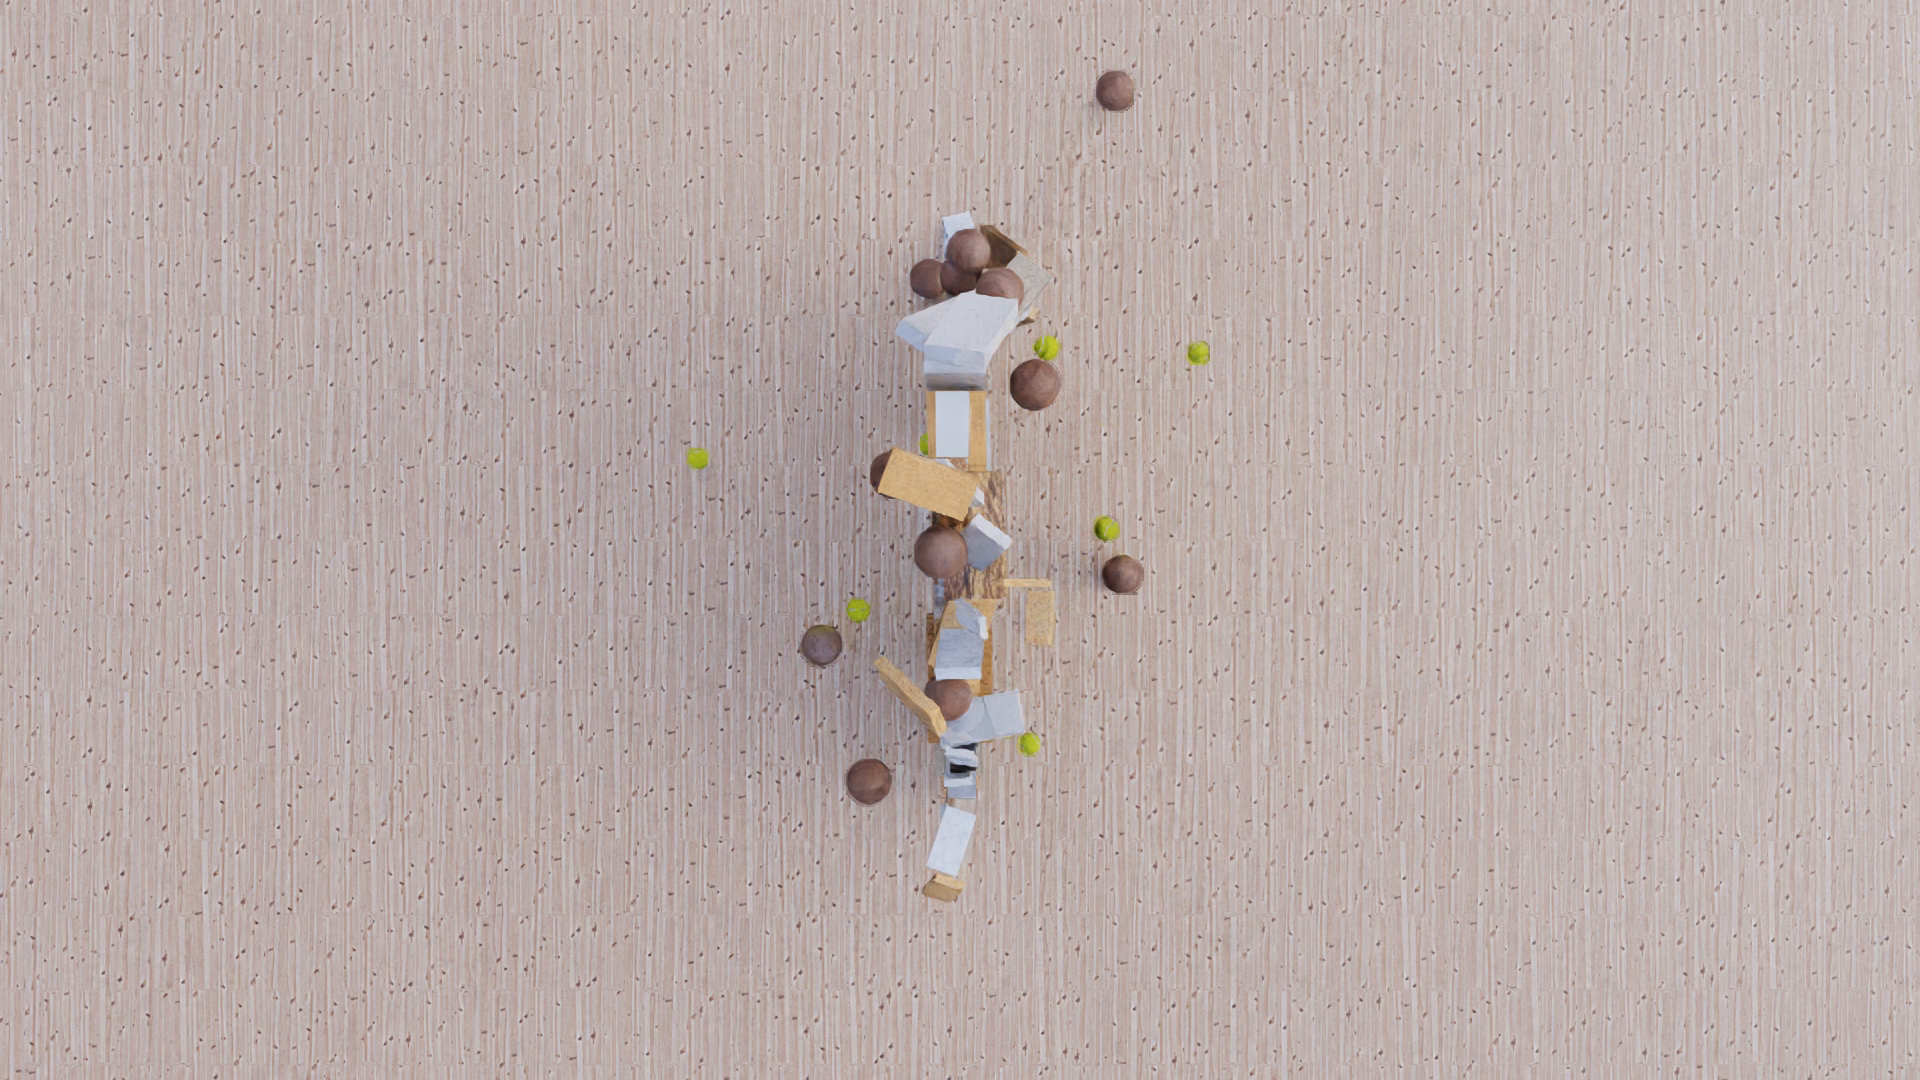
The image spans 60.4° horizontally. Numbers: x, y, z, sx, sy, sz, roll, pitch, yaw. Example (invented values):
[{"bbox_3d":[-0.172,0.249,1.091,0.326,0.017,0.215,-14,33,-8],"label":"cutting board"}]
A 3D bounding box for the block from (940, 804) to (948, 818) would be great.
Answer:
[{"bbox_3d":[-0.009,0.809,4.559,0.081,0.023,0.161,-4,85,0],"label":"block"}]

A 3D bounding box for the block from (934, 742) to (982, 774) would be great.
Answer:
[{"bbox_3d":[-0.004,0.555,4.903,0.140,0.040,0.280,0,90,0],"label":"block"}]

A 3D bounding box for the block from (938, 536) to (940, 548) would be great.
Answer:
[{"bbox_3d":[-0.002,0.003,4.590,0.119,0.238,0.034,-2,90,-1],"label":"block"}]

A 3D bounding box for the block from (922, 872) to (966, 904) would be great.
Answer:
[{"bbox_3d":[-0.047,0.975,4.613,0.086,0.173,0.024,19,63,-6],"label":"block"}]

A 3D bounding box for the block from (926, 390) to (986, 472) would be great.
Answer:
[{"bbox_3d":[-0.008,-0.226,4.157,0.148,0.042,0.295,-1,90,1],"label":"block"}]

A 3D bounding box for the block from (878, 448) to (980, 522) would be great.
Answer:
[{"bbox_3d":[-0.073,-0.130,3.823,0.212,0.030,0.106,19,110,-8],"label":"block"}]

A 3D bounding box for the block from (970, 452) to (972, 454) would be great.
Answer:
[{"bbox_3d":[-0.015,-0.239,4.055,0.080,0.159,0.023,-4,79,1],"label":"block"}]

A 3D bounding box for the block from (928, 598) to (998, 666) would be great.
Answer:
[{"bbox_3d":[0.006,0.235,4.298,0.123,0.035,0.247,13,124,-7],"label":"block"}]

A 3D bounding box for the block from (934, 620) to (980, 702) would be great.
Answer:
[{"bbox_3d":[-0.009,0.325,4.403,0.123,0.035,0.247,1,122,0],"label":"block"}]

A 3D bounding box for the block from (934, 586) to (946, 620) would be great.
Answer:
[{"bbox_3d":[-0.007,0.204,4.372,0.123,0.247,0.035,1,56,0],"label":"block"}]

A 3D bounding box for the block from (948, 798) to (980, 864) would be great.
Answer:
[{"bbox_3d":[0.004,0.799,4.536,0.086,0.024,0.173,3,85,1],"label":"block"}]

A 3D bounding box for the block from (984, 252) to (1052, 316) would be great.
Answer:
[{"bbox_3d":[0.142,-0.692,4.671,0.118,0.034,0.237,38,74,4],"label":"block"}]

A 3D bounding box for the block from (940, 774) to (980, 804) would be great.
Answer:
[{"bbox_3d":[-0.001,0.732,5.237,0.123,0.035,0.246,0,90,0],"label":"block"}]

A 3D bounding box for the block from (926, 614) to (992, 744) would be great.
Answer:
[{"bbox_3d":[-0.001,0.376,4.508,0.175,0.050,0.350,-1,90,0],"label":"block"}]

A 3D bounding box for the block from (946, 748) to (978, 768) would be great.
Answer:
[{"bbox_3d":[0.005,0.561,4.258,0.069,0.139,0.020,7,74,9],"label":"block"}]

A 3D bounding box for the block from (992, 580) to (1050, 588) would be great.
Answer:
[{"bbox_3d":[0.146,0.105,3.986,0.125,0.063,0.018,2,87,-26],"label":"block"}]

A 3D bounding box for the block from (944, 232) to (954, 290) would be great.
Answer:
[{"bbox_3d":[-0.002,-0.930,5.485,0.094,0.027,0.188,-4,90,-2],"label":"block"}]

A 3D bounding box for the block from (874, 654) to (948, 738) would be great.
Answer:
[{"bbox_3d":[-0.125,0.397,4.203,0.032,0.113,0.227,-40,55,-15],"label":"block"}]

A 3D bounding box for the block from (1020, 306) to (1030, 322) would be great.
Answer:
[{"bbox_3d":[0.089,-0.665,4.920,0.121,0.034,0.241,37,48,19],"label":"block"}]

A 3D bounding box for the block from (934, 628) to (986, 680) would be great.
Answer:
[{"bbox_3d":[0.002,0.286,4.172,0.113,0.227,0.032,-2,112,4],"label":"block"}]

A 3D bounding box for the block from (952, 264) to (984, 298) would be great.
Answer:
[{"bbox_3d":[0.024,-0.815,5.439,0.094,0.027,0.188,4,78,-4],"label":"block"}]

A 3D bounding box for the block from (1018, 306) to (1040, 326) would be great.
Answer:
[{"bbox_3d":[0.144,-0.715,5.163,0.121,0.258,0.034,29,80,-19],"label":"block"}]

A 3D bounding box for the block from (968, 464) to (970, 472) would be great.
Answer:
[{"bbox_3d":[-0.004,-0.177,4.078,0.055,0.110,0.016,-3,90,3],"label":"block"}]

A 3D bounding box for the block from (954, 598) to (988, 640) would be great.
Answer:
[{"bbox_3d":[0.027,0.194,4.065,0.018,0.125,0.063,-19,117,-22],"label":"block"}]

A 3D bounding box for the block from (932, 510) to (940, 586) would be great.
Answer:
[{"bbox_3d":[0.005,-0.007,4.733,0.168,0.048,0.336,-2,90,0],"label":"block"}]

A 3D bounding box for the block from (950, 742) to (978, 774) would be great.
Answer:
[{"bbox_3d":[0.010,0.559,4.422,0.069,0.020,0.139,-9,46,13],"label":"block"}]

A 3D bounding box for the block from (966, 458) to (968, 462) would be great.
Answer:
[{"bbox_3d":[-0.008,-0.193,4.081,0.055,0.110,0.016,-3,90,1],"label":"block"}]

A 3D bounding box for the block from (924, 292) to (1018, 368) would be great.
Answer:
[{"bbox_3d":[0.031,-0.516,4.039,0.150,0.301,0.043,9,125,14],"label":"block"}]

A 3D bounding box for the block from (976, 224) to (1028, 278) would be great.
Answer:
[{"bbox_3d":[0.124,-0.872,5.072,0.034,0.705,0.118,3,106,-9],"label":"block"}]

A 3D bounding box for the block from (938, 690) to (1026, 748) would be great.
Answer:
[{"bbox_3d":[0.054,0.479,4.413,0.227,0.032,0.113,-12,69,10],"label":"block"}]

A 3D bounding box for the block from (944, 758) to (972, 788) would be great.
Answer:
[{"bbox_3d":[-0.003,0.614,4.532,0.069,0.378,0.020,-6,97,2],"label":"block"}]

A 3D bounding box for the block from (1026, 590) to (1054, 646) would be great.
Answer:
[{"bbox_3d":[0.187,0.181,3.857,0.063,0.018,0.125,3,91,33],"label":"block"}]

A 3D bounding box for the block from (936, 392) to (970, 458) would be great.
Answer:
[{"bbox_3d":[-0.018,-0.277,3.964,0.080,0.023,0.159,0,90,1],"label":"block"}]

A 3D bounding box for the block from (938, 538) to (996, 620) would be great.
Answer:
[{"bbox_3d":[0.022,0.102,4.293,0.158,0.316,0.045,3,56,-2],"label":"block"}]

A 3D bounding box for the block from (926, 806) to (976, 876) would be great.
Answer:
[{"bbox_3d":[-0.023,0.822,4.504,0.086,0.024,0.173,19,82,2],"label":"block"}]

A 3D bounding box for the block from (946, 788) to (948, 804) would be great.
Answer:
[{"bbox_3d":[-0.005,0.822,4.893,0.081,0.657,0.023,1,99,0],"label":"block"}]

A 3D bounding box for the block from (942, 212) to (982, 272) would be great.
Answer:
[{"bbox_3d":[0.012,-0.985,5.448,0.094,0.027,0.188,-15,79,-8],"label":"block"}]

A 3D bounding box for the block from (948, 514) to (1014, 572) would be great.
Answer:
[{"bbox_3d":[0.047,0.009,3.979,0.106,0.212,0.030,38,68,-3],"label":"block"}]

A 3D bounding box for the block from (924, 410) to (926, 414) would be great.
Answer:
[{"bbox_3d":[-0.012,-0.318,4.325,0.148,0.295,0.042,-7,91,1],"label":"block"}]

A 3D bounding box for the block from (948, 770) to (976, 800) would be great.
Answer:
[{"bbox_3d":[0.004,0.687,4.646,0.081,0.161,0.023,-4,119,0],"label":"block"}]

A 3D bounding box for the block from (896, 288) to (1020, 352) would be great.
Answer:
[{"bbox_3d":[0.003,-0.568,4.358,0.150,0.573,0.043,36,115,7],"label":"block"}]

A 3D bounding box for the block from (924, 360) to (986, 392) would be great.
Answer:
[{"bbox_3d":[-0.009,-0.408,4.118,0.150,0.301,0.043,0,84,1],"label":"block"}]

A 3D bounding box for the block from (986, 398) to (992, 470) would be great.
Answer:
[{"bbox_3d":[0.006,-0.258,5.118,0.178,0.050,0.356,-2,90,0],"label":"block"}]

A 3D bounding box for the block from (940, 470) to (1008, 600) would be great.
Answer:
[{"bbox_3d":[0.032,-0.011,4.103,0.158,0.045,0.316,-3,101,0],"label":"block"}]

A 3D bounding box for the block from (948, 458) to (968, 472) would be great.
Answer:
[{"bbox_3d":[-0.010,-0.180,4.013,0.055,0.016,0.110,-5,84,4],"label":"block"}]

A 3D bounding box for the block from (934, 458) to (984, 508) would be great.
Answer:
[{"bbox_3d":[-0.035,-0.131,3.946,0.106,0.212,0.030,-8,64,25],"label":"block"}]
